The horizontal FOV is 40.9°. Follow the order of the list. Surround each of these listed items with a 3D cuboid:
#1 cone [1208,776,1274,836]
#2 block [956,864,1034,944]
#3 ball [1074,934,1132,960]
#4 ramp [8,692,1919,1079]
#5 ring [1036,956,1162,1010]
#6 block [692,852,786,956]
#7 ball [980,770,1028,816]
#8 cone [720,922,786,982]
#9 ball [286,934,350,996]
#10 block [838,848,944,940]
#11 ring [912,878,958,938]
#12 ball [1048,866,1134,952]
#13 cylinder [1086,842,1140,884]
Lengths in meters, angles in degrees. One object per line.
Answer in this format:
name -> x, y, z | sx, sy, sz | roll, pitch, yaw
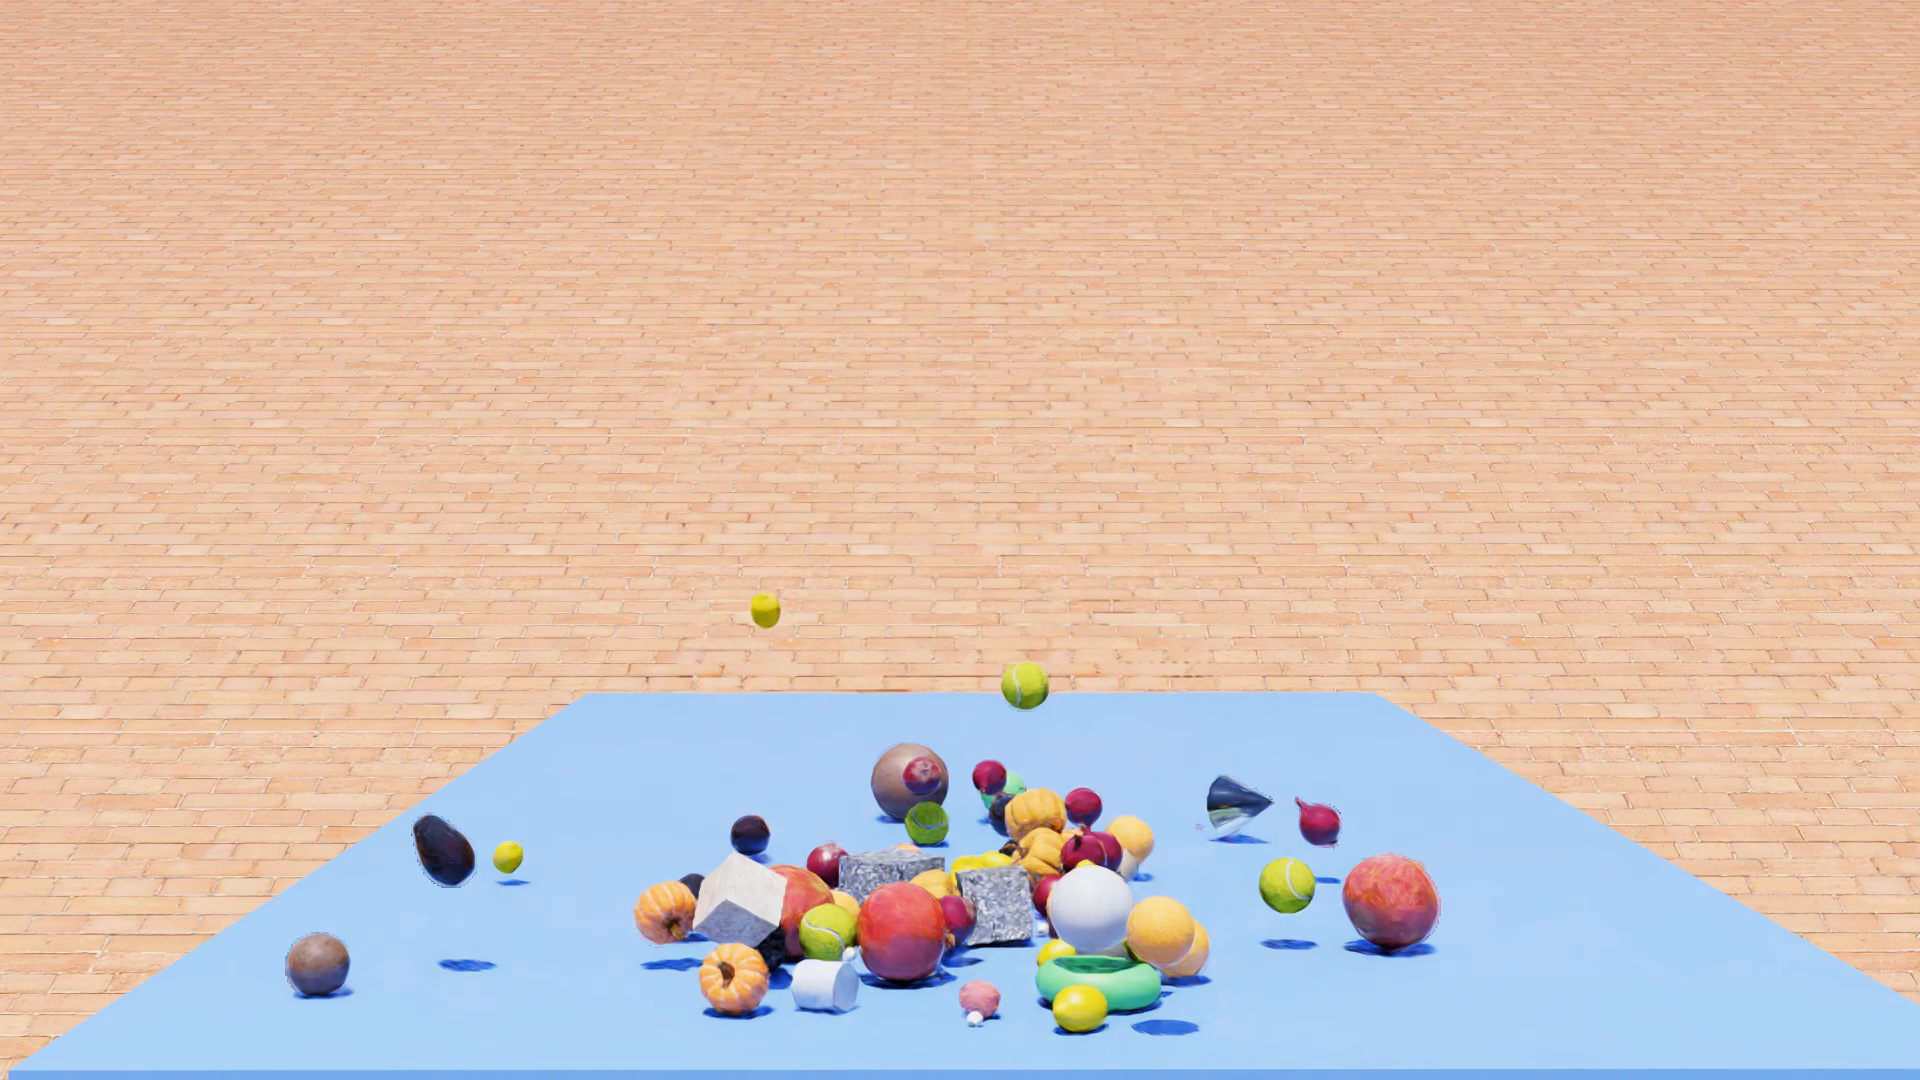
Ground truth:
cone -> 0.452, 0.412, 4.017 | 0.095, 0.095, 0.095 | -10, 12, 43
block -> 0.042, 0.454, 3.212 | 0.082, 0.082, 0.082 | -6, -1, -6
ball -> 0.166, 0.475, 2.981 | 0.068, 0.068, 0.068 | 0, 24, 0
ramp -> 0.056, 0.506, 4.550 | 2.000, 0.100, 4.000 | 0, 2, 0
ring -> 0.153, 0.490, 2.850 | 0.140, 0.047, 0.140 | 3, -1, 0
block -> -0.251, 0.415, 2.935 | 0.071, 0.071, 0.071 | 31, 37, -20
ball -> 0.074, 0.425, 4.323 | 0.077, 0.077, 0.077 | 0, 24, 0
cone -> -0.223, 0.483, 3.018 | 0.086, 0.086, 0.086 | 14, -14, 28
ball -> -0.721, 0.478, 2.898 | 0.070, 0.070, 0.070 | 0, 24, 0
block -> -0.087, 0.451, 3.287 | 0.096, 0.096, 0.096 | -2, 3, -43
ring -> -0.031, 0.462, 3.238 | 0.027, 0.081, 0.081 | 27, 35, 27
ball -> 0.144, 0.402, 2.809 | 0.093, 0.093, 0.093 | 0, 24, 0
cylinder -> 0.199, 0.450, 3.470 | 0.060, 0.060, 0.060 | 20, 54, 38
